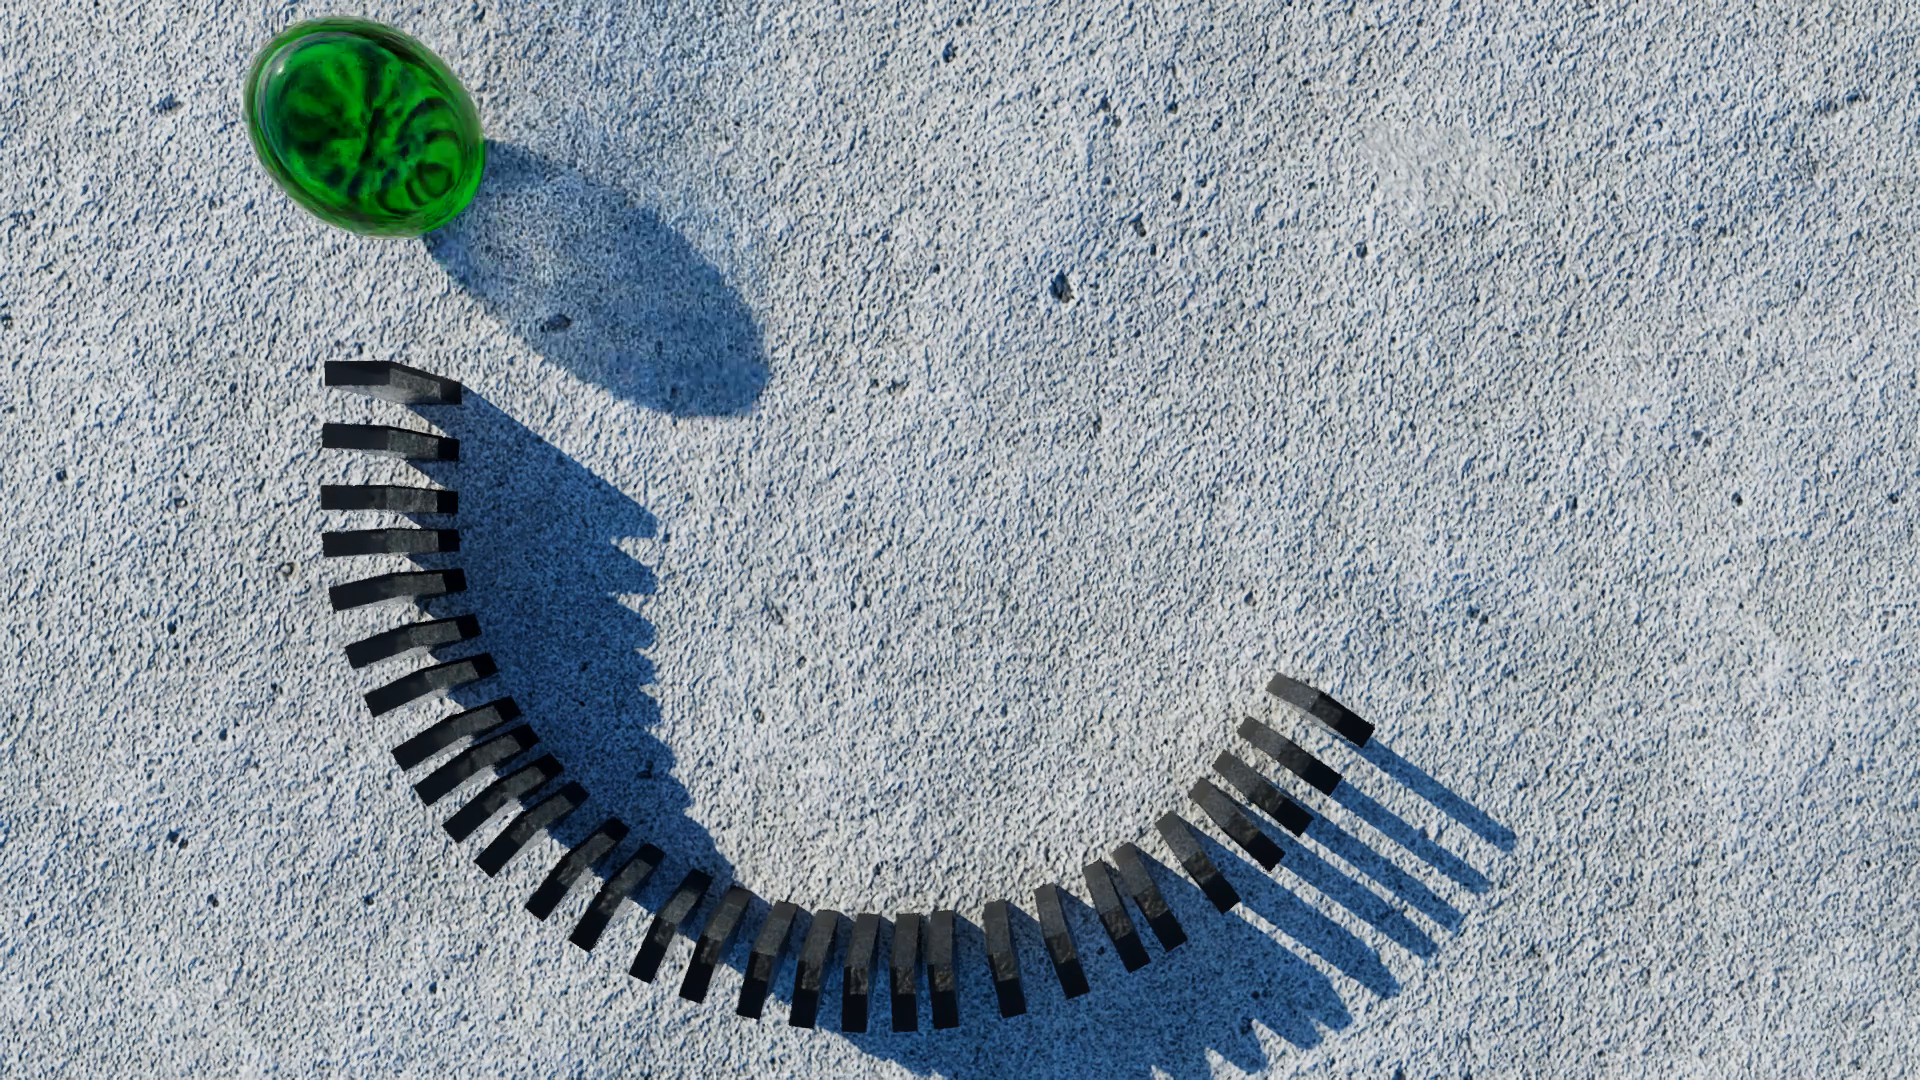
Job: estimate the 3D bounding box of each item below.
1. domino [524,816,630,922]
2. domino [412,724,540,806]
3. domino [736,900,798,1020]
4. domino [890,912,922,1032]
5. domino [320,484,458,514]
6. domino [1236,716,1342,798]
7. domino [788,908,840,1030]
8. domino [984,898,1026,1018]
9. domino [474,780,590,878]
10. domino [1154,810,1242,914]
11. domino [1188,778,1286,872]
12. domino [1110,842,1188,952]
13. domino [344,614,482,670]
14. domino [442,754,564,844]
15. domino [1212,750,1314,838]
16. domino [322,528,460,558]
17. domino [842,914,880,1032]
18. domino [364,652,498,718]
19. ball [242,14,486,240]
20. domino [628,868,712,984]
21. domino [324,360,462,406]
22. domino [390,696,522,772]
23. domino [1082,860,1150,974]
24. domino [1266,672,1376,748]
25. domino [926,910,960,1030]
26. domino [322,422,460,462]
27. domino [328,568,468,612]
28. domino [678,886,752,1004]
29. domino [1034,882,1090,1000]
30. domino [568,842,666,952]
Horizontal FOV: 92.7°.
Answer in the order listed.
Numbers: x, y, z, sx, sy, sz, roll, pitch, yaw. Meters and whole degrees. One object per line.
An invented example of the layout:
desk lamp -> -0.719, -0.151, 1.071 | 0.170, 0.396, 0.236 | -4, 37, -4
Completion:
domino -> -0.155, 0.133, 0.375 | 0.010, 0.050, 0.025 | 38, 90, 0
domino -> -0.196, 0.091, 0.375 | 0.025, 0.050, 0.010 | -35, 90, 0
domino -> -0.078, 0.170, 0.375 | 0.010, 0.050, 0.025 | 14, 90, 0
domino -> -0.022, 0.175, 0.375 | 0.009, 0.050, 0.025 | -3, 90, 0
domino -> -0.232, -0.016, 0.375 | 0.025, 0.050, 0.009 | 0, 90, 0
domino -> 0.133, 0.087, 0.375 | 0.025, 0.050, 0.010 | 35, 90, 0
domino -> -0.059, 0.174, 0.375 | 0.010, 0.050, 0.025 | 8, 90, 0
domino -> 0.018, 0.170, 0.375 | 0.009, 0.050, 0.025 | -14, 90, 0
domino -> -0.174, 0.117, 0.375 | 0.009, 0.050, 0.025 | 45, 90, 0
domino -> 0.096, 0.131, 0.375 | 0.009, 0.050, 0.025 | -39, 90, 0
domino -> 0.112, 0.115, 0.375 | 0.025, 0.050, 0.010 | 41, 90, 0
domino -> 0.077, 0.145, 0.375 | 0.009, 0.050, 0.025 | -32, 90, 0
domino -> -0.222, 0.041, 0.375 | 0.025, 0.050, 0.010 | -20, 90, 0
domino -> -0.185, 0.105, 0.375 | 0.025, 0.050, 0.009 | -41, 90, 0
domino -> 0.122, 0.102, 0.375 | 0.025, 0.050, 0.010 | 37, 90, 0
domino -> -0.231, 0.001, 0.375 | 0.025, 0.050, 0.009 | -4, 90, 0
domino -> -0.040, 0.176, 0.375 | 0.009, 0.050, 0.025 | 2, 90, 0
domino -> -0.215, 0.059, 0.375 | 0.025, 0.050, 0.009 | -25, 90, 0
ball -> -0.231, -0.160, 0.360 | 0.080, 0.080, 0.080 | 0, 90, 0
domino -> -0.117, 0.157, 0.375 | 0.009, 0.050, 0.025 | 25, 90, 0
domino -> -0.230, -0.064, 0.375 | 0.025, 0.050, 0.009 | -1, 90, 0
domino -> -0.204, 0.078, 0.375 | 0.025, 0.050, 0.009 | -31, 90, 0
domino -> 0.063, 0.152, 0.375 | 0.010, 0.050, 0.025 | -28, 90, 0
domino -> 0.146, 0.069, 0.375 | 0.025, 0.050, 0.009 | 34, 90, 0
domino -> -0.007, 0.174, 0.375 | 0.009, 0.050, 0.025 | -7, 90, 0
domino -> -0.231, -0.040, 0.375 | 0.025, 0.050, 0.009 | 2, 90, 0
domino -> -0.228, 0.020, 0.375 | 0.025, 0.050, 0.009 | -13, 90, 0
domino -> -0.099, 0.164, 0.375 | 0.009, 0.050, 0.025 | 19, 90, 0
domino -> 0.041, 0.162, 0.375 | 0.009, 0.050, 0.025 | -21, 90, 0
domino -> -0.139, 0.145, 0.375 | 0.009, 0.050, 0.025 | 32, 90, 0
